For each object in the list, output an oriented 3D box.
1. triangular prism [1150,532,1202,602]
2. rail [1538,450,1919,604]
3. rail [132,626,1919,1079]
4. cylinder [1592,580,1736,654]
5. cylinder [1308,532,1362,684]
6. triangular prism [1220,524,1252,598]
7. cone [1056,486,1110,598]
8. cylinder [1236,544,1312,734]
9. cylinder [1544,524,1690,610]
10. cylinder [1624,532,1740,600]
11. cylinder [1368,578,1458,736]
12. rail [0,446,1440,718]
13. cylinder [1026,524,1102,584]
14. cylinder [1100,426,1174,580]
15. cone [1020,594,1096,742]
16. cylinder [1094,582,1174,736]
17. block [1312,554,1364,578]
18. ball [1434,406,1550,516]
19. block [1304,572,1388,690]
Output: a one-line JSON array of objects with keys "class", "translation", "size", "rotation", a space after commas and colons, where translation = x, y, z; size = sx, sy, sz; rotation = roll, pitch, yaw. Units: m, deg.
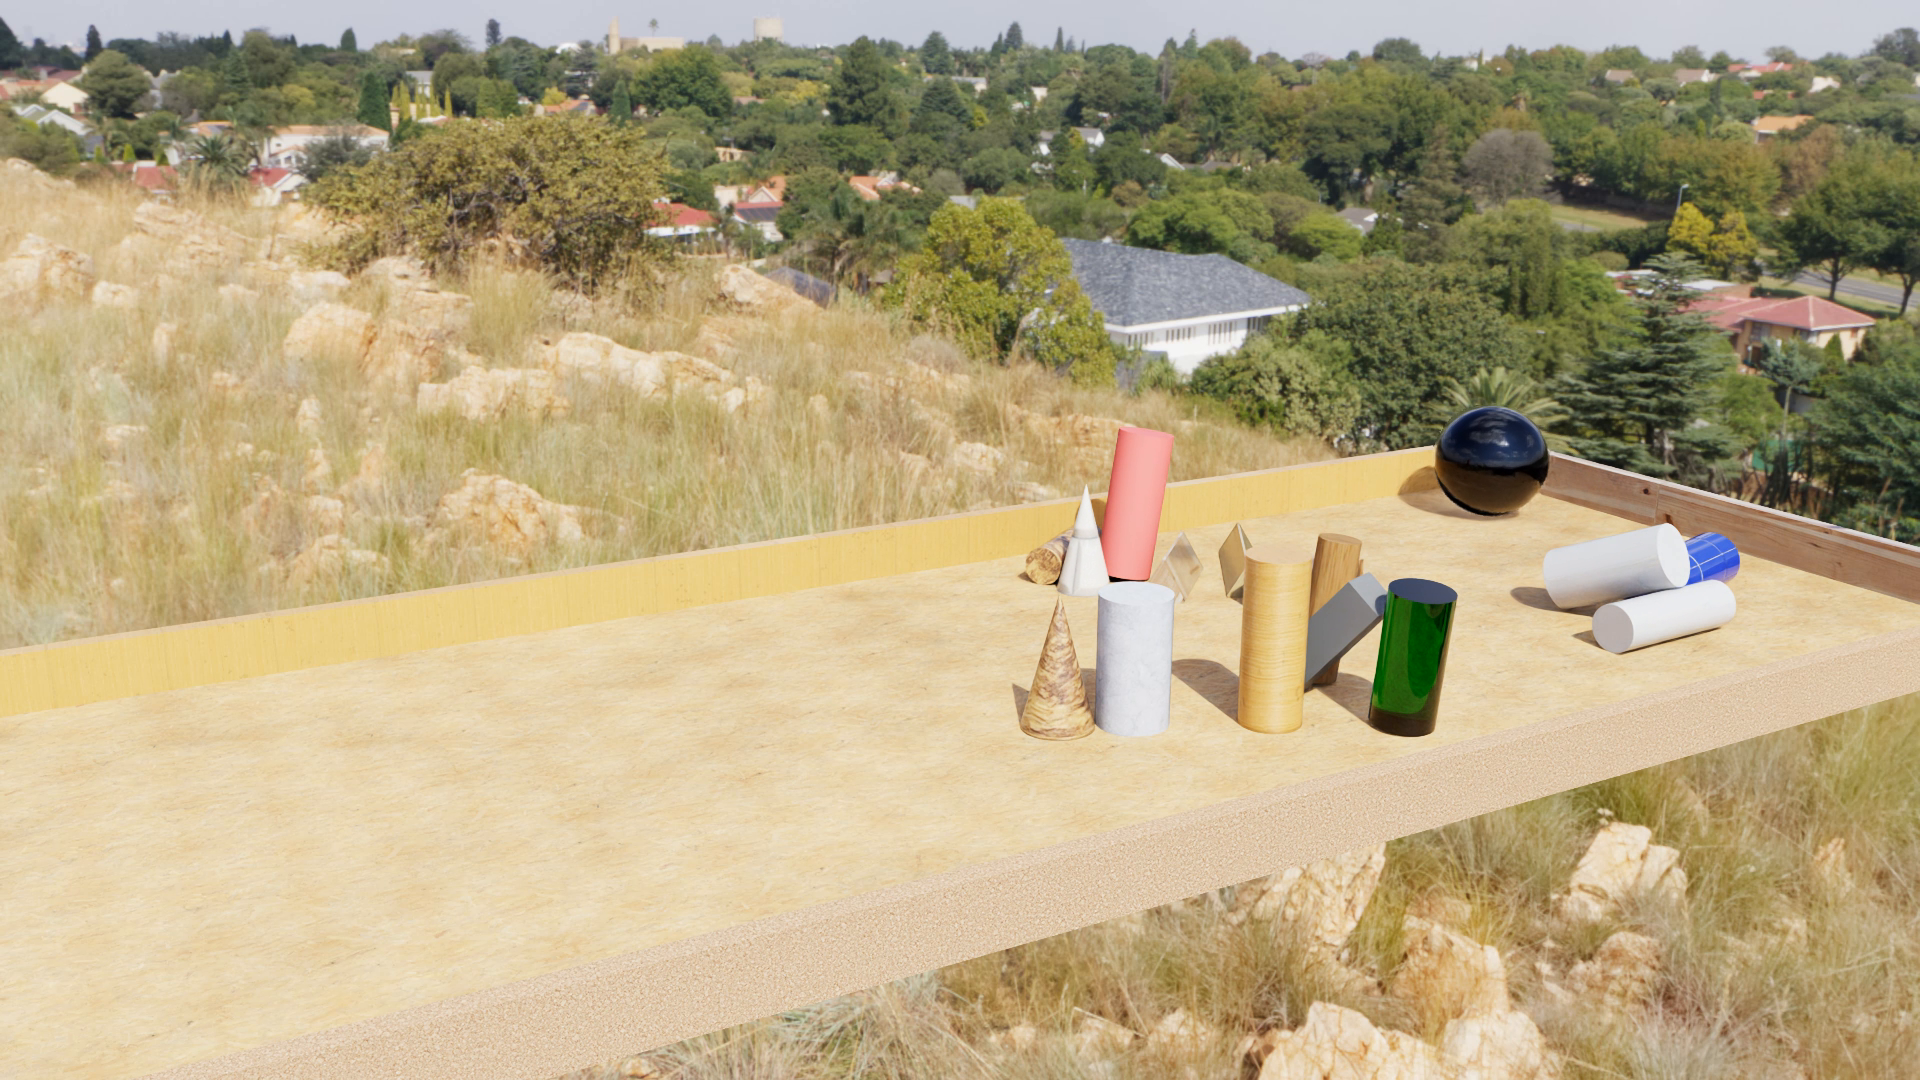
[{"class": "triangular prism", "translation": [0.628, 0.074, 4.885], "size": [0.135, 0.117, 0.329], "rotation": [5, 17, 17]}, {"class": "rail", "translation": [2.466, -0.048, 5.253], "size": [0.050, 0.150, 2.100], "rotation": [-9, 18, -27]}, {"class": "rail", "translation": [-2.336, 1.006, 1.665], "size": [12.000, 0.150, 0.050], "rotation": [-9, 18, -27]}, {"class": "cylinder", "translation": [1.894, 0.203, 4.431], "size": [0.417, 0.131, 0.131], "rotation": [-9, 19, -29]}, {"class": "cylinder", "translation": [0.917, 0.171, 4.115], "size": [0.107, 0.361, 0.107], "rotation": [7, 14, -2]}, {"class": "triangular prism", "translation": [0.853, 0.055, 4.985], "size": [0.112, 0.097, 0.456], "rotation": [1, 16, 5]}, {"class": "cone", "translation": [0.366, -0.010, 4.819], "size": [0.162, 0.321, 0.162], "rotation": [0, 16, 0]}, {"class": "cylinder", "translation": [0.730, 0.231, 3.836], "size": [0.152, 0.413, 0.152], "rotation": [0, 16, 0]}, {"class": "cylinder", "translation": [1.815, 0.076, 4.569], "size": [0.176, 0.176, 0.335], "rotation": [-16, -1, -43]}, {"class": "cylinder", "translation": [2.072, 0.097, 4.737], "size": [0.410, 0.162, 0.162], "rotation": [-15, 22, -41]}, {"class": "cylinder", "translation": [1.047, 0.271, 3.818], "size": [0.155, 0.333, 0.155], "rotation": [3, 21, -1]}, {"class": "rail", "translation": [-3.305, 0.497, 3.399], "size": [12.000, 0.150, 0.050], "rotation": [-9, 18, -27]}, {"class": "cylinder", "translation": [0.322, 0.035, 5.034], "size": [0.113, 0.113, 0.345], "rotation": [8, 18, 25]}, {"class": "cylinder", "translation": [0.522, -0.111, 4.928], "size": [0.166, 0.431, 0.166], "rotation": [8, 12, -2]}, {"class": "cone", "translation": [0.228, 0.278, 3.821], "size": [0.177, 0.333, 0.177], "rotation": [0, 16, 0]}, {"class": "cylinder", "translation": [0.406, 0.276, 3.846], "size": [0.175, 0.321, 0.175], "rotation": [0, 16, 0]}, {"class": "block", "translation": [0.991, 0.123, 4.740], "size": [0.355, 0.111, 0.111], "rotation": [-11, 19, -32]}, {"class": "ball", "translation": [1.806, -0.268, 5.607], "size": [0.373, 0.373, 0.373], "rotation": [0, 16, 0]}, {"class": "block", "translation": [0.881, 0.234, 3.961], "size": [0.105, 0.351, 0.105], "rotation": [-18, 64, -47]}]
